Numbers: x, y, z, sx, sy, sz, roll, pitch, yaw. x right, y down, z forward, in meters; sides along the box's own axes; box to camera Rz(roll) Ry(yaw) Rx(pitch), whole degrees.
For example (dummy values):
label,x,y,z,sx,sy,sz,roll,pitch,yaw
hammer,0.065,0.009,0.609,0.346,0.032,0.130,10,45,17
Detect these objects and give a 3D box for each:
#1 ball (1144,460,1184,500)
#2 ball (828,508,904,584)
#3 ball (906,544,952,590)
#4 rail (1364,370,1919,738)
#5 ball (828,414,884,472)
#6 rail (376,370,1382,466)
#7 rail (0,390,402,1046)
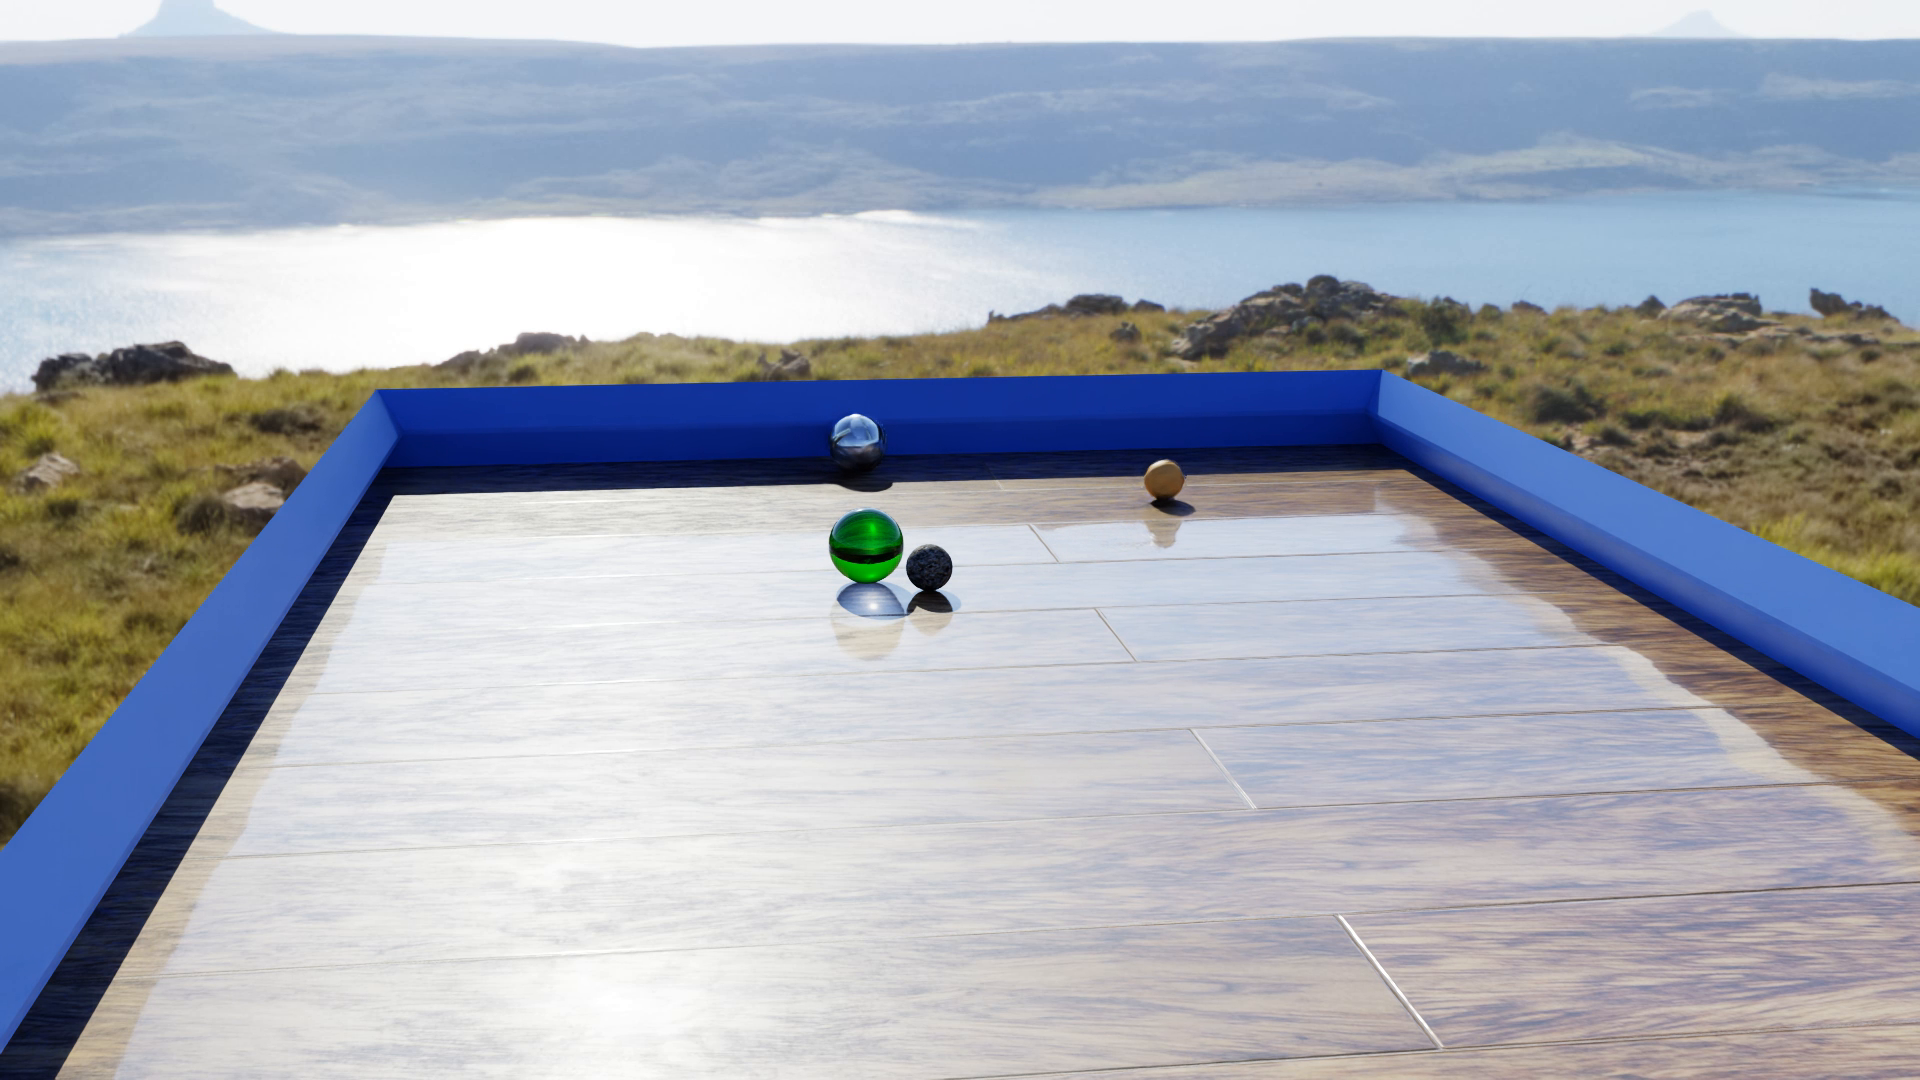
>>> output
label,x,y,z,sx,sy,sz,roll,pitch,yaw
ball,0.315,-0.092,3.394,0.061,0.061,0.061,0,13,0
ball,-0.122,0.007,2.866,0.099,0.099,0.099,0,13,0
ball,-0.040,0.035,2.829,0.061,0.061,0.061,0,13,0
rail,0.943,0.127,2.259,0.045,0.129,3.334,-2,13,-7
ball,-0.171,-0.160,3.623,0.093,0.093,0.093,0,13,0
rail,-0.108,-0.205,3.739,1.726,0.129,0.045,-2,13,-7
rail,-0.720,0.176,2.040,0.045,0.129,3.334,-2,13,-7
